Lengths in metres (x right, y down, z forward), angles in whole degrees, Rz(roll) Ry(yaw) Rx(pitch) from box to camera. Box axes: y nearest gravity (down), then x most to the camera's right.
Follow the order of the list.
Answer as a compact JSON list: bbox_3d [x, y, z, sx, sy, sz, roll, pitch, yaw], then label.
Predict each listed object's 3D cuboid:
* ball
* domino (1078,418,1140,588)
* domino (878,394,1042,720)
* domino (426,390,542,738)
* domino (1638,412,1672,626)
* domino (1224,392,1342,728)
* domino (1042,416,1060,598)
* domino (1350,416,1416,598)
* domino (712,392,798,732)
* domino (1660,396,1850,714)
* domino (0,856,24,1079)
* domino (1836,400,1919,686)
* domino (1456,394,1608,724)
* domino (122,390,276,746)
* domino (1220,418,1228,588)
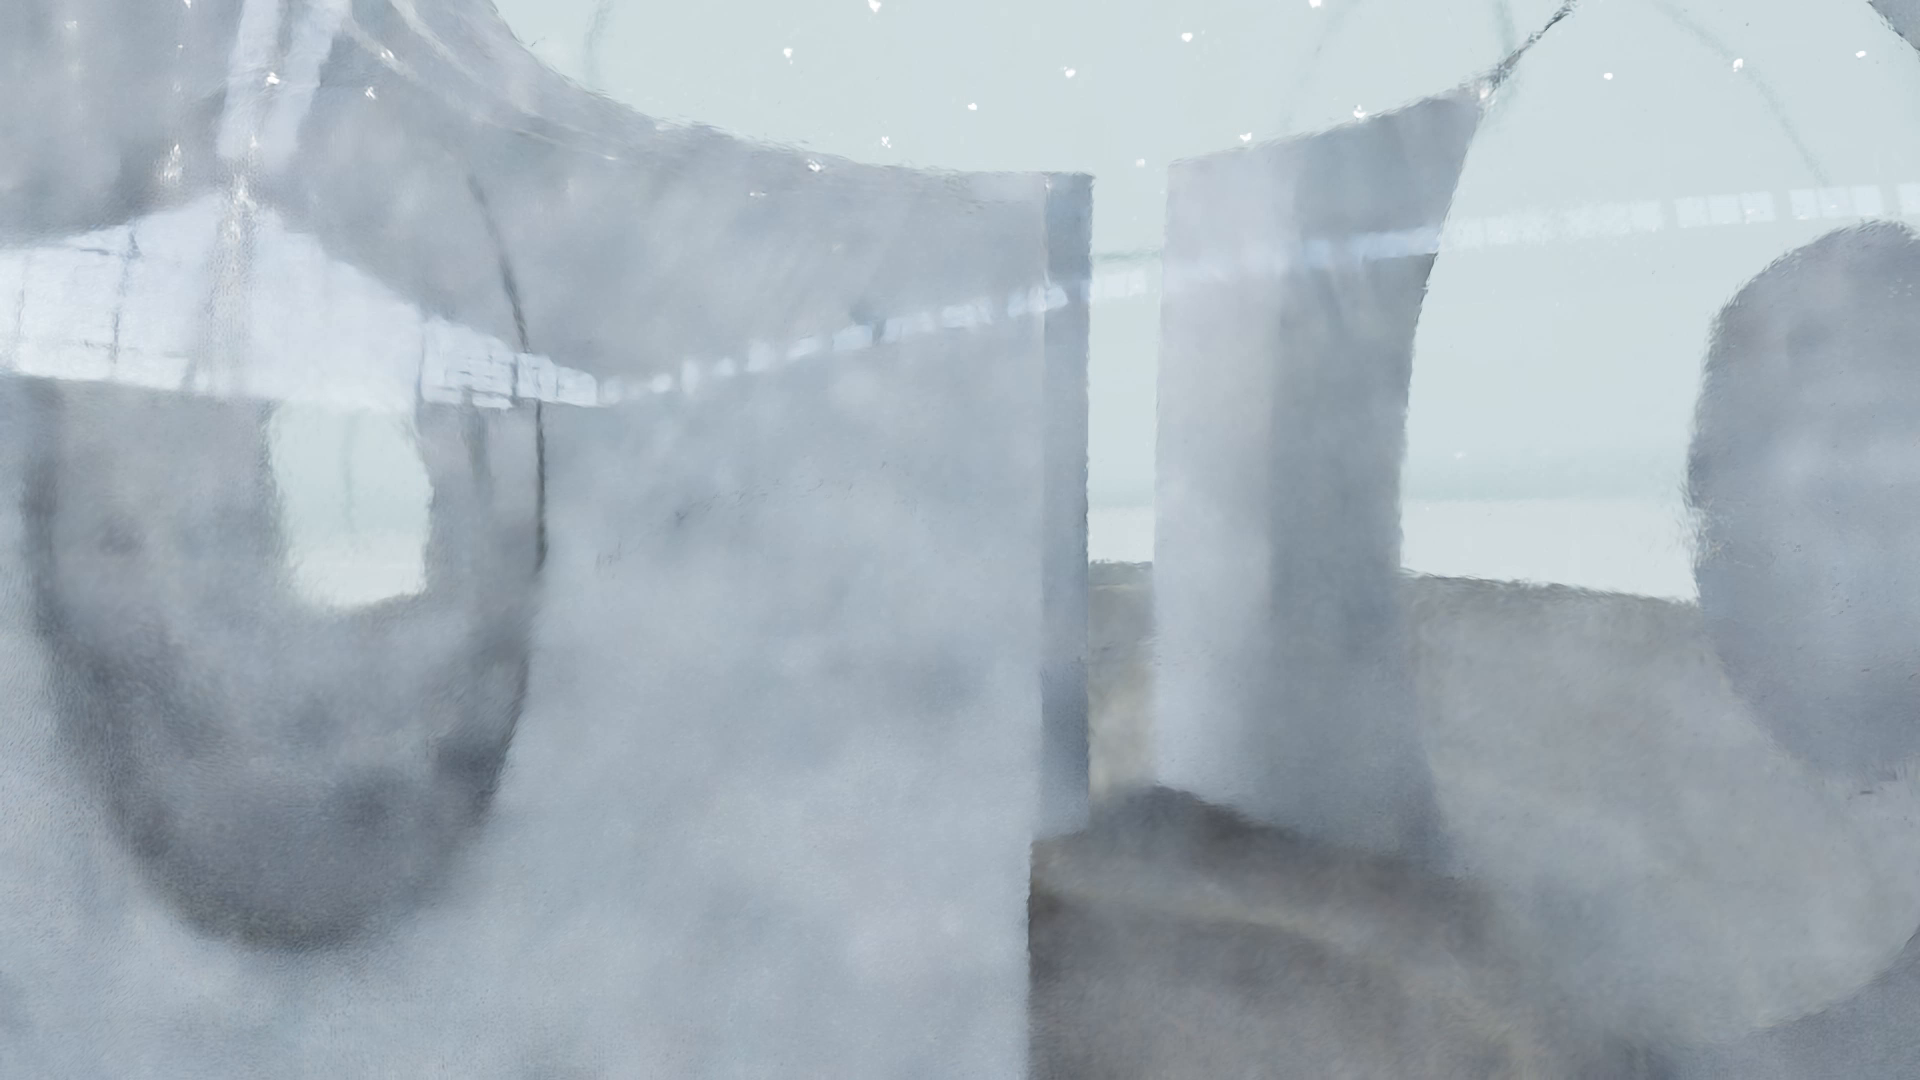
[{"bbox_3d":[0.004,-0.001,0.051,0.080,0.080,0.080,0,4,0],"label":"ball"},{"bbox_3d":[0.045,-0.012,0.388,0.010,0.050,0.025,-1,4,-16],"label":"domino"},{"bbox_3d":[0.000,0.002,0.201,0.025,0.050,0.010,0,4,0],"label":"domino"},{"bbox_3d":[-0.072,0.003,0.197,0.009,0.050,0.025,0,4,-6],"label":"domino"},{"bbox_3d":[0.175,-0.005,0.306,0.025,0.050,0.010,-2,5,-27],"label":"domino"},{"bbox_3d":[0.050,0.002,0.203,0.009,0.050,0.025,0,4,-5],"label":"domino"},{"bbox_3d":[0.015,-0.010,0.362,0.025,0.050,0.009,2,5,26],"label":"domino"},{"bbox_3d":[0.121,-0.010,0.366,0.010,0.050,0.025,3,5,35],"label":"domino"},{"bbox_3d":[-0.031,0.003,0.200,0.009,0.050,0.025,0,4,-2],"label":"domino"},{"bbox_3d":[0.131,0.002,0.214,0.010,0.050,0.025,-1,4,-16],"label":"domino"},{"bbox_3d":[-0.067,0.024,0.078,0.010,0.025,0.050,-7,7,-44],"label":"domino"},{"bbox_3d":[0.168,0.000,0.232,0.010,0.050,0.025,-3,5,-39],"label":"domino"},{"bbox_3d":[0.091,0.002,0.207,0.009,0.050,0.025,0,4,-6],"label":"domino"},{"bbox_3d":[-0.113,0.003,0.192,0.010,0.050,0.025,-1,4,-10],"label":"domino"},{"bbox_3d":[0.085,-0.011,0.385,0.010,0.050,0.025,2,5,21],"label":"domino"}]
